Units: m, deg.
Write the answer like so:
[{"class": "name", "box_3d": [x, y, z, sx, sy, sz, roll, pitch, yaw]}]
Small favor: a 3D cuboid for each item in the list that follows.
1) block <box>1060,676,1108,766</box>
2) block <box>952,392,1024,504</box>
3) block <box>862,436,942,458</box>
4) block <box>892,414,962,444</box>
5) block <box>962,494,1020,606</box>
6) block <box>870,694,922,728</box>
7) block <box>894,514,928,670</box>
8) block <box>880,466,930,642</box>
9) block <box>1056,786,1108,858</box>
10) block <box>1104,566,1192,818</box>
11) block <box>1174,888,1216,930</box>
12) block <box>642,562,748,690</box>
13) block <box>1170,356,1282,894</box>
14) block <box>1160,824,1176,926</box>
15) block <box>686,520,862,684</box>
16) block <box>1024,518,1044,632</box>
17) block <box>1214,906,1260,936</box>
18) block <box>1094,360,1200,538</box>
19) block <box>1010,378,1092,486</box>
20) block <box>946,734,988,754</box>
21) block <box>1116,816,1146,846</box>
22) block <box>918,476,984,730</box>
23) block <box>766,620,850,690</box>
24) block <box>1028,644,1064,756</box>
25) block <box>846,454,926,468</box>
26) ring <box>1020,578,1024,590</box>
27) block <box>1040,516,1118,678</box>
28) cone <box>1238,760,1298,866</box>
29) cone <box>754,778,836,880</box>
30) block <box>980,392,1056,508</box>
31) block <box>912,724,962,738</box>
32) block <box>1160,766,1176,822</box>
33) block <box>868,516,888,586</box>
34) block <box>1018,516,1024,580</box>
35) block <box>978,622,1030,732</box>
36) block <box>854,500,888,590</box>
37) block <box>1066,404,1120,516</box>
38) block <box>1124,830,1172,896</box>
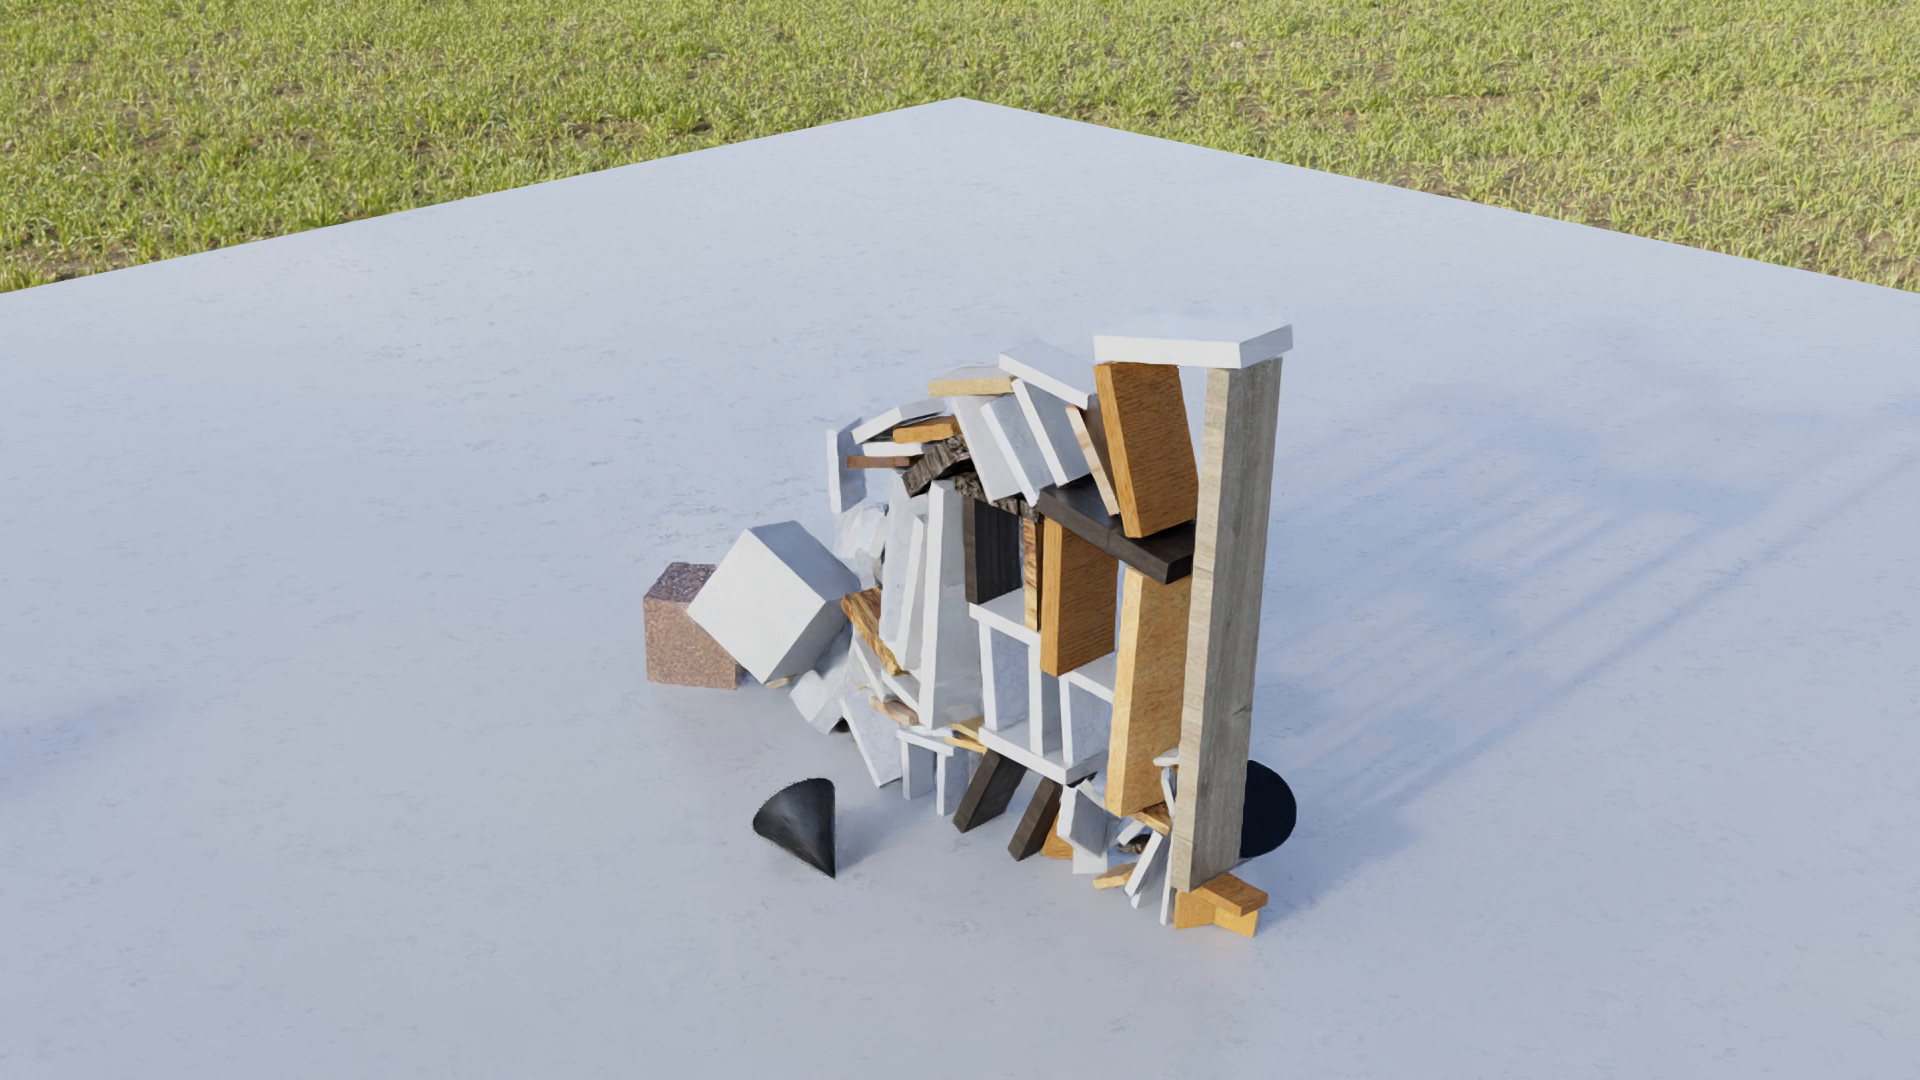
[{"class": "block", "box_3d": [0.230, 0.324, 4.101, 0.087, 0.174, 0.025, -19, 25, -35]}, {"class": "block", "box_3d": [0.067, -0.173, 3.968, 0.100, 0.200, 0.028, -18, -10, -18]}, {"class": "block", "box_3d": [-0.091, -0.187, 4.267, 0.101, 0.029, 0.202, -15, 9, -34]}, {"class": "block", "box_3d": [-0.030, -0.210, 4.116, 0.101, 0.029, 0.202, -19, 10, -33]}, {"class": "block", "box_3d": [0.060, 0.000, 4.150, 0.113, 0.226, 0.032, -21, 30, -37]}, {"class": "block", "box_3d": [-0.110, 0.341, 4.483, 0.079, 0.022, 0.158, -14, 19, -30]}, {"class": "block", "box_3d": [-0.026, 0.098, 4.309, 0.162, 0.324, 0.046, -5, 30, -24]}, {"class": "block", "box_3d": [-0.058, 0.029, 4.391, 0.177, 0.354, 0.050, -1, 20, -16]}, {"class": "block", "box_3d": [0.224, 0.518, 4.017, 0.025, 0.087, 0.294, 6, -14, 16]}, {"class": "block", "box_3d": [0.345, 0.256, 3.894, 0.152, 0.477, 0.043, -15, 30, -35]}, {"class": "block", "box_3d": [0.432, 0.661, 4.014, 0.074, 0.148, 0.021, -10, 54, -5]}, {"class": "block", "box_3d": [-0.587, 0.195, 5.035, 0.209, 0.209, 0.209, 4, 23, 10]}, {"class": "block", "box_3d": [0.451, 0.153, 3.756, 0.042, 0.945, 0.149, 19, 26, 39]}, {"class": "block", "box_3d": [0.400, 0.548, 3.972, 0.048, 0.392, 0.014, -28, 47, -33]}, {"class": "block", "box_3d": [-0.390, 0.131, 4.741, 0.235, 0.235, 0.235, 42, 18, 13]}, {"class": "block", "box_3d": [0.172, 0.046, 4.043, 0.113, 0.226, 0.032, -20, 29, -35]}, {"class": "block", "box_3d": [0.505, 0.668, 3.995, 0.074, 0.149, 0.021, 18, 57, 15]}, {"class": "block", "box_3d": [0.324, -0.168, 3.757, 0.149, 0.299, 0.042, -19, 14, -34]}, {"class": "block", "box_3d": [0.174, -0.204, 3.905, 0.101, 0.202, 0.029, -24, 0, -43]}, {"class": "block", "box_3d": [0.033, 0.399, 4.385, 0.112, 0.016, 0.056, 13, 26, 29]}, {"class": "block", "box_3d": [0.322, 0.528, 4.091, 0.020, 0.069, 0.138, 46, 3, 2]}, {"class": "block", "box_3d": [0.011, 0.115, 4.246, 0.162, 0.515, 0.046, -14, 30, -32]}, {"class": "block", "box_3d": [-0.338, 0.240, 4.954, 0.236, 0.033, 0.118, -45, 9, -27]}, {"class": "block", "box_3d": [0.181, 0.286, 4.135, 0.110, 0.220, 0.031, -20, 28, -39]}, {"class": "block", "box_3d": [-0.127, -0.162, 4.358, 0.091, 0.026, 0.217, -10, 7, -36]}, {"class": "ring", "box_3d": [0.039, 0.137, 4.996, 0.396, 0.396, 0.132, 6, -8, 14]}, {"class": "block", "box_3d": [0.218, 0.083, 3.986, 0.152, 0.304, 0.043, -21, 33, -38]}, {"class": "cone", "box_3d": [0.510, 0.569, 4.161, 0.224, 0.224, 0.224, 1, 48, -1]}, {"class": "cone", "box_3d": [-0.283, 0.589, 4.270, 0.179, 0.179, 0.179, -14, 53, -30]}, {"class": "block", "box_3d": [0.124, -0.167, 3.943, 0.100, 0.200, 0.028, -25, -3, -39]}, {"class": "block", "box_3d": [-0.038, 0.375, 4.413, 0.112, 0.016, 0.056, 4, 19, 43]}, {"class": "block", "box_3d": [0.378, 0.452, 3.935, 0.014, 0.096, 0.048, -7, 32, 17]}, {"class": "block", "box_3d": [-0.156, 0.025, 4.605, 0.026, 0.091, 0.183, 15, -19, 11]}, {"class": "block", "box_3d": [0.041, 0.058, 4.649, 0.050, 0.833, 0.177, -1, 58, -31]}, {"class": "block", "box_3d": [0.094, 0.246, 4.226, 0.110, 0.220, 0.031, -20, 25, -37]}, {"class": "block", "box_3d": [-0.178, 0.030, 4.664, 0.033, 0.236, 0.118, 15, 61, 11]}, {"class": "block", "box_3d": [0.265, -0.153, 3.837, 0.101, 0.203, 0.029, -23, 0, -41]}, {"class": "block", "box_3d": [0.350, 0.581, 3.998, 0.020, 0.138, 0.069, 35, 25, 26]}]
